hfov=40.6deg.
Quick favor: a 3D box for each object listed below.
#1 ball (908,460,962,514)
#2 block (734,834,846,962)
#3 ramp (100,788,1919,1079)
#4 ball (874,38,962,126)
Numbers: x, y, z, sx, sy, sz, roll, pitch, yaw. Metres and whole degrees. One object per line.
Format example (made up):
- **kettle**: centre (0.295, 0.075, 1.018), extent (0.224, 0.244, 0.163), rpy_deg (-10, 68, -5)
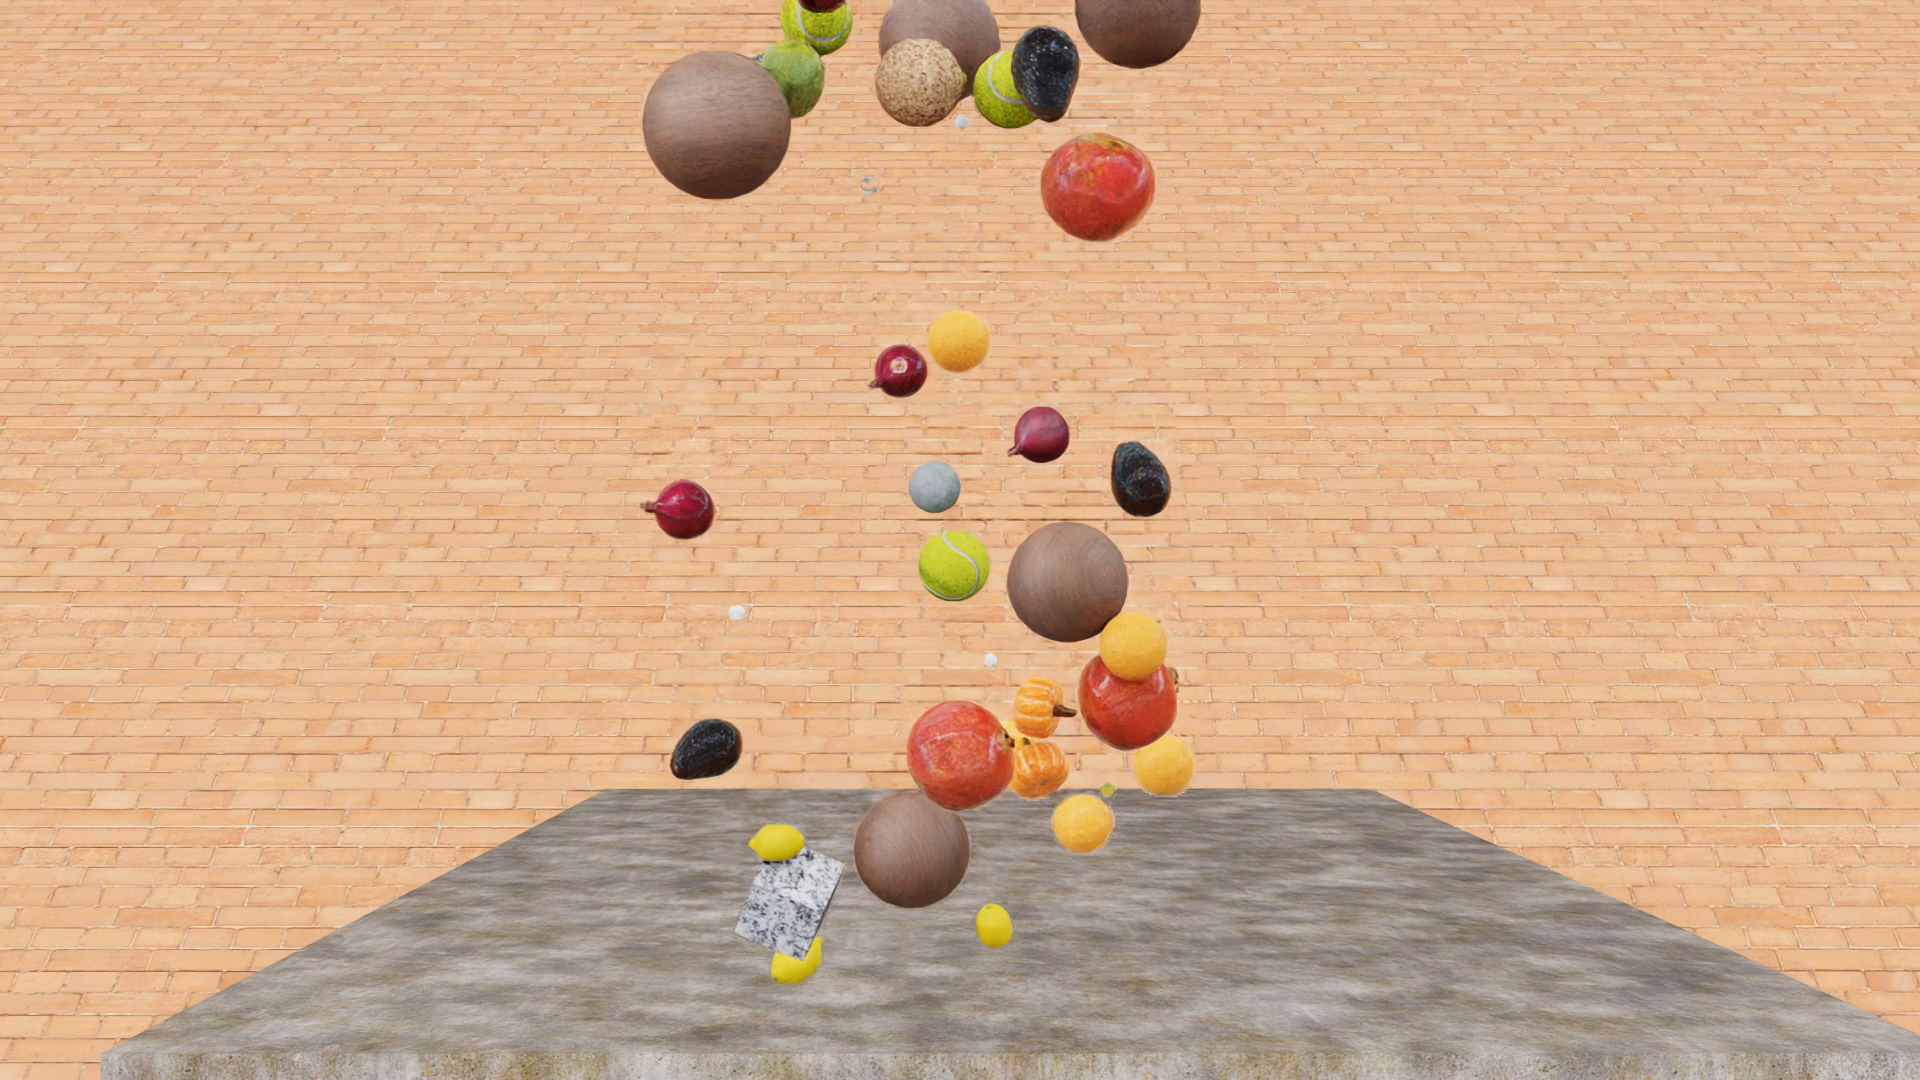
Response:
- **ball**: centre (-0.025, -0.052, 2.550), extent (0.051, 0.051, 0.051), rpy_deg (0, 34, 0)
- **block**: centre (-0.188, 0.395, 2.865), extent (0.083, 0.083, 0.083), rpy_deg (23, 37, 2)
- **ramp**: centre (0.075, 0.651, 4.789), extent (2.000, 0.100, 4.000), rpy_deg (0, -1, 0)
- **ball**: centre (-0.037, -0.410, 2.326), extent (0.079, 0.079, 0.079), rpy_deg (0, 34, 0)
